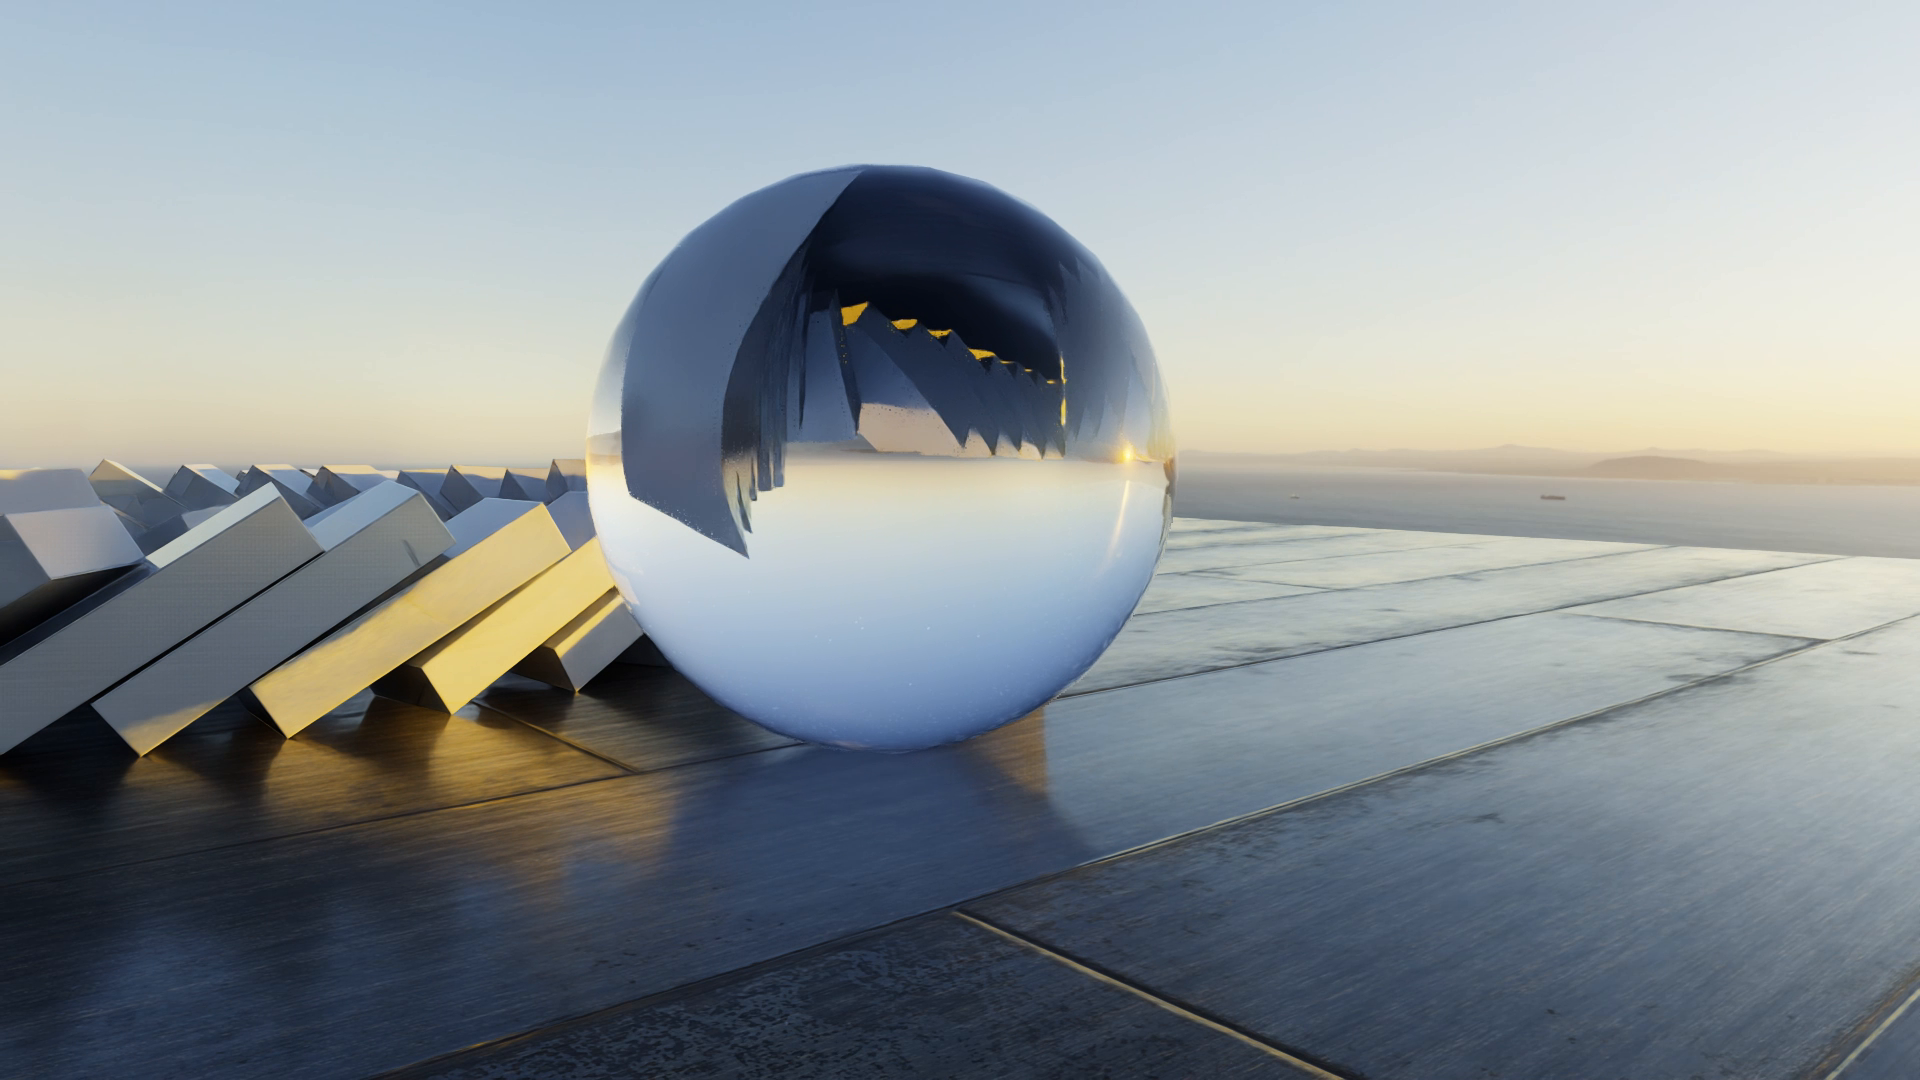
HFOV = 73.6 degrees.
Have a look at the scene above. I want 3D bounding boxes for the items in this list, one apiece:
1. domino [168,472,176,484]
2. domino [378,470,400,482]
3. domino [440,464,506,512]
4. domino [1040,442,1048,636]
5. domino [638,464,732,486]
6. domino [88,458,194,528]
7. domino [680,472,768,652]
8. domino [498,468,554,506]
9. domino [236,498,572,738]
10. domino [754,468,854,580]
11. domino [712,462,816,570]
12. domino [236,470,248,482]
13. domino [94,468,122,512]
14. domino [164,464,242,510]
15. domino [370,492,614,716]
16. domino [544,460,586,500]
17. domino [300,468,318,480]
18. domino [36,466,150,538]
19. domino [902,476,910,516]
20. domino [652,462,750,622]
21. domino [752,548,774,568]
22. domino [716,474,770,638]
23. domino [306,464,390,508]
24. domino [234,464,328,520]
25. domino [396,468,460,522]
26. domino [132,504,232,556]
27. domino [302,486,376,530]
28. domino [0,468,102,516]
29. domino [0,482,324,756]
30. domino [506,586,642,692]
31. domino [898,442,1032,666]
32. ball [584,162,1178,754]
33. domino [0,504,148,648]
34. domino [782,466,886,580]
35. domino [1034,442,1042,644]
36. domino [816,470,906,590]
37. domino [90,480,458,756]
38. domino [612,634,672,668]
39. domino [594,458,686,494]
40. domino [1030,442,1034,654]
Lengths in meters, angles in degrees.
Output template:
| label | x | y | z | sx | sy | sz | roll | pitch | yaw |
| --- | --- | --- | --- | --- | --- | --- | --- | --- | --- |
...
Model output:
| label | x | y | z | sx | sy | sz | roll | pitch | yaw |
| --- | --- | --- | --- | --- | --- | --- | --- | --- | --- |
| domino | -0.246 | -0.007 | 0.445 | 0.050 | 0.010 | 0.025 | 30 | -6 | -19 |
| domino | -0.189 | -0.009 | 0.465 | 0.050 | 0.009 | 0.025 | 29 | 2 | -4 |
| domino | -0.130 | -0.004 | 0.385 | 0.050 | 0.010 | 0.025 | 39 | 19 | 24 |
| domino | 0.008 | -0.001 | 0.298 | 0.025 | 0.050 | 0.009 | 0 | -39 | 3 |
| domino | -0.071 | -0.001 | 0.336 | 0.025 | 0.010 | 0.050 | 1 | 38 | -15 |
| domino | -0.223 | -0.004 | 0.369 | 0.050 | 0.010 | 0.025 | 37 | -15 | -22 |
| domino | -0.061 | 0.003 | 0.280 | 0.025 | 0.010 | 0.050 | 2 | 38 | 8 |
| domino | -0.111 | -0.003 | 0.375 | 0.025 | 0.009 | 0.050 | -5 | 40 | -48 |
| domino | -0.090 | 0.011 | 0.206 | 0.050 | 0.010 | 0.025 | -39 | 27 | -31 |
| domino | -0.046 | -0.006 | 0.423 | 0.025 | 0.010 | 0.050 | -4 | 37 | -43 |
| domino | -0.064 | -0.008 | 0.437 | 0.025 | 0.010 | 0.050 | 3 | 32 | -48 |
| domino | -0.229 | -0.008 | 0.453 | 0.050 | 0.009 | 0.025 | 30 | -4 | -14 |
| domino | -0.267 | -0.008 | 0.433 | 0.050 | 0.009 | 0.025 | 33 | -14 | -25 |
| domino | -0.205 | -0.004 | 0.379 | 0.050 | 0.009 | 0.025 | 35 | -5 | -14 |
| domino | -0.077 | 0.009 | 0.223 | 0.025 | 0.010 | 0.050 | 4 | 36 | 39 |
| domino | -0.096 | -0.004 | 0.364 | 0.025 | 0.009 | 0.050 | -2 | 42 | -41 |
| domino | -0.211 | -0.009 | 0.459 | 0.050 | 0.010 | 0.025 | 29 | -4 | -11 |
| domino | -0.235 | -0.002 | 0.358 | 0.050 | 0.010 | 0.025 | 38 | -16 | -29 |
| domino | -0.002 | -0.002 | 0.378 | 0.025 | 0.009 | 0.050 | -1 | 33 | -10 |
| domino | -0.066 | 0.000 | 0.320 | 0.025 | 0.010 | 0.050 | 3 | 38 | -11 |
| domino | -0.079 | -0.009 | 0.446 | 0.050 | 0.009 | 0.025 | 40 | 23 | 28 |
| domino | -0.061 | 0.003 | 0.298 | 0.025 | 0.010 | 0.050 | 0 | 37 | 3 |
| domino | -0.169 | -0.005 | 0.390 | 0.050 | 0.010 | 0.025 | 35 | 6 | 2 |
| domino | -0.188 | -0.005 | 0.385 | 0.050 | 0.009 | 0.025 | 35 | 0 | -8 |
| domino | -0.146 | -0.004 | 0.391 | 0.050 | 0.010 | 0.025 | 36 | 18 | 19 |
| domino | -0.158 | 0.009 | 0.240 | 0.050 | 0.009 | 0.025 | -26 | 7 | 2 |
| domino | -0.139 | 0.006 | 0.265 | 0.050 | 0.009 | 0.025 | -33 | 28 | -28 |
| domino | -0.184 | 0.006 | 0.235 | 0.050 | 0.010 | 0.025 | -39 | -11 | 21 |
| domino | -0.117 | 0.011 | 0.183 | 0.050 | 0.009 | 0.025 | -38 | 24 | -21 |
| domino | -0.064 | 0.007 | 0.241 | 0.025 | 0.009 | 0.050 | 8 | 39 | 35 |
| domino | 0.002 | 0.002 | 0.259 | 0.025 | 0.050 | 0.009 | 0 | -39 | 3 |
| ball | -0.010 | -0.011 | 0.178 | 0.080 | 0.080 | 0.080 | 0 | 4 | 0 |
| domino | -0.138 | 0.013 | 0.168 | 0.050 | 0.009 | 0.025 | -32 | 8 | -5 |
| domino | -0.033 | -0.006 | 0.411 | 0.025 | 0.010 | 0.050 | -1 | 36 | -41 |
| domino | 0.005 | 0.000 | 0.285 | 0.025 | 0.050 | 0.010 | 0 | -39 | 3 |
| domino | -0.021 | -0.004 | 0.396 | 0.025 | 0.010 | 0.050 | -3 | 37 | -39 |
| domino | -0.103 | 0.010 | 0.193 | 0.050 | 0.010 | 0.025 | -40 | 26 | -24 |
| domino | -0.061 | 0.004 | 0.263 | 0.025 | 0.010 | 0.050 | 4 | 39 | 15 |
| domino | -0.083 | -0.003 | 0.353 | 0.025 | 0.009 | 0.050 | 1 | 39 | -29 |
| domino | 0.003 | 0.001 | 0.272 | 0.025 | 0.050 | 0.010 | 0 | -39 | 3 |
